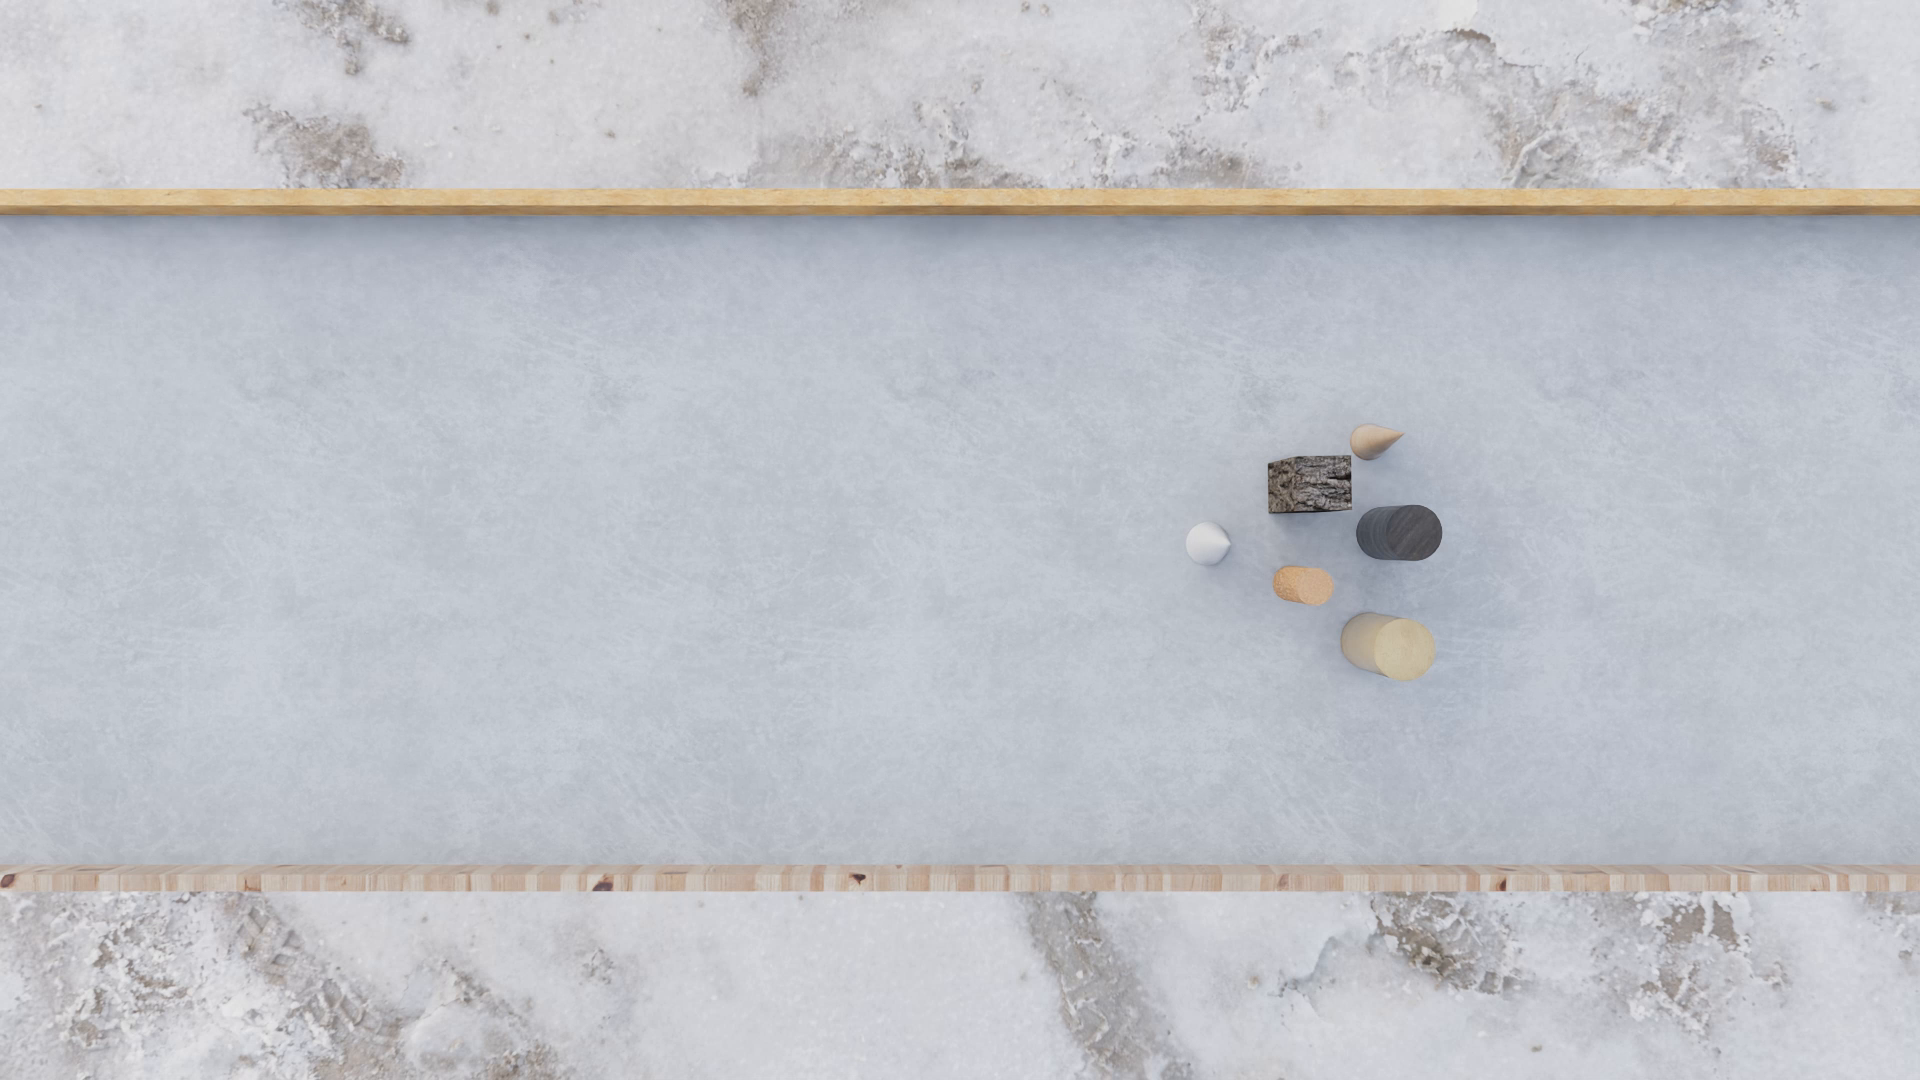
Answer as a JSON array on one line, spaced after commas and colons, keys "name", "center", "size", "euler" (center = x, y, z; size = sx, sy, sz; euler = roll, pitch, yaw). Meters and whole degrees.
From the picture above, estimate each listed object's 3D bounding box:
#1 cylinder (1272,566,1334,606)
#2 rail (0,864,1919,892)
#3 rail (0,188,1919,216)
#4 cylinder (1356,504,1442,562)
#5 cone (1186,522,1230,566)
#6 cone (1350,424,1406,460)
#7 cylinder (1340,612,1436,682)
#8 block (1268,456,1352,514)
[{"name": "cylinder", "center": [1.017, 0.134, 4.900], "size": [0.108, 0.352, 0.108], "euler": [0, 90, 0]}, {"name": "rail", "center": [-2.247, 1.025, 5.001], "size": [12.000, 0.150, 0.050], "euler": [0, 90, 0]}, {"name": "rail", "center": [-2.247, -1.025, 5.002], "size": [12.000, 0.150, 0.050], "euler": [0, 90, 0]}, {"name": "cylinder", "center": [1.300, -0.021, 4.899], "size": [0.163, 0.354, 0.163], "euler": [0, 90, 0]}, {"name": "cone", "center": [0.763, 0.012, 4.859], "size": [0.134, 0.435, 0.134], "euler": [0, 90, 0]}, {"name": "cone", "center": [1.258, -0.302, 4.865], "size": [0.115, 0.422, 0.115], "euler": [0, 90, 0]}, {"name": "cylinder", "center": [1.259, 0.311, 4.875], "size": [0.178, 0.402, 0.178], "euler": [0, 90, 0]}, {"name": "block", "center": [1.025, -0.160, 4.859], "size": [0.154, 0.435, 0.154], "euler": [-1, 90, 0]}]
